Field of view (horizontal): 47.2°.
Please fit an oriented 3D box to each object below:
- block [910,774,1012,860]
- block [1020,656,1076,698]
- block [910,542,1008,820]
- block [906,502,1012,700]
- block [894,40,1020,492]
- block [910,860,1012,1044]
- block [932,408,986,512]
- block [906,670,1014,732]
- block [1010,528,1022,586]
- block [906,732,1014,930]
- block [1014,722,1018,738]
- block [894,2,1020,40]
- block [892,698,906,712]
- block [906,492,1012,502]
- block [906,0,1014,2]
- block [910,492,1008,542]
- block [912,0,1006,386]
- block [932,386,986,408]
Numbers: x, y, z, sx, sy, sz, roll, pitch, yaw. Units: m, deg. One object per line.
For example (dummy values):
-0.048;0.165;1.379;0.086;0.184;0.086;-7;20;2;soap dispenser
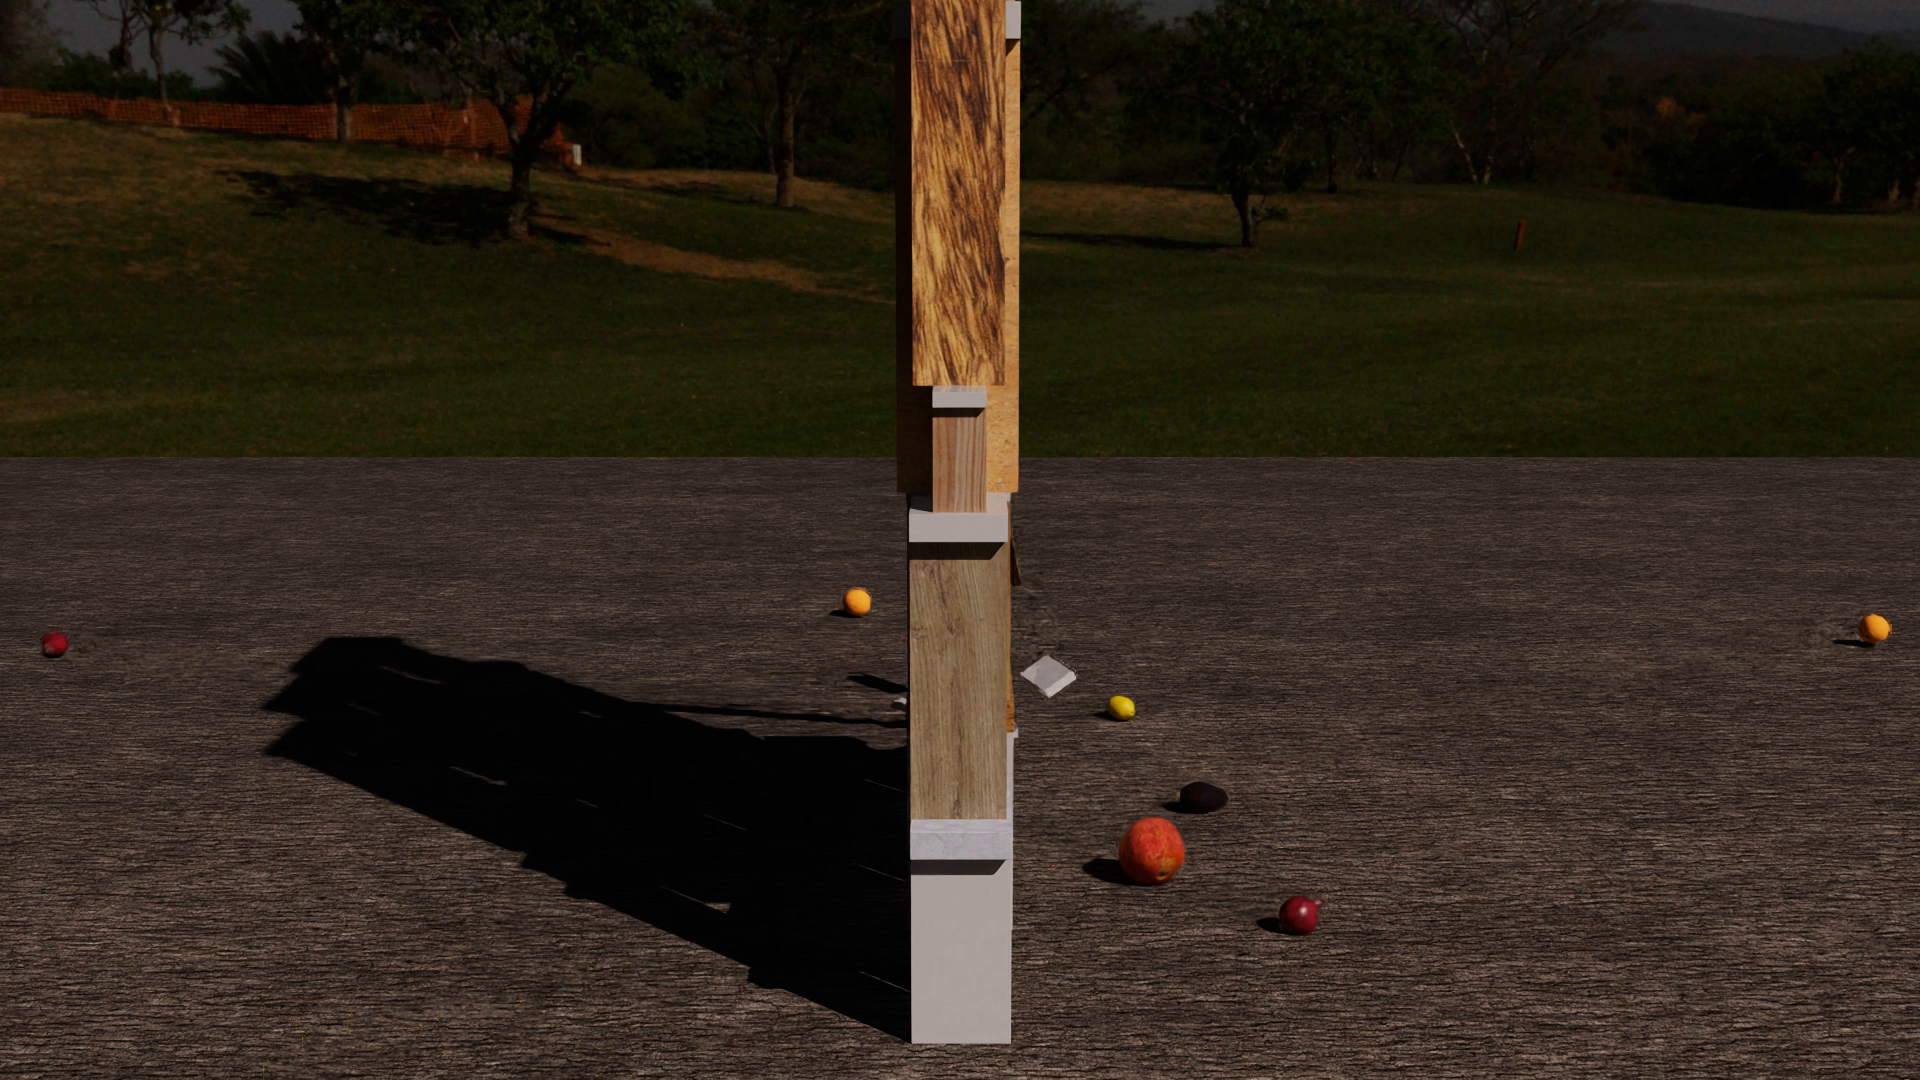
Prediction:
0.002;0.390;3.121;0.139;0.039;0.277;0;11;0;block
0.181;0.282;4.542;0.071;0.020;0.141;-35;20;-11;block
-0.002;0.189;3.018;0.132;0.394;0.037;0;10;0;block
-0.002;0.088;3.411;0.159;0.319;0.045;0;11;0;block
-0.003;-0.379;3.078;0.171;0.625;0.049;0;11;0;block
0.002;0.562;3.059;0.139;0.277;0.039;0;11;0;block
0.000;-0.109;2.945;0.072;0.143;0.020;0;10;0;block
0.000;0.245;3.571;0.167;0.047;0.334;0;11;0;block
0.017;-0.155;4.183;0.096;0.636;0.027;-7;39;8;block
0.000;0.452;3.496;0.167;0.334;0.047;0;11;0;block
0.083;0.394;4.671;0.066;0.019;0.131;-1;11;-5;block
-0.003;-0.731;3.129;0.171;0.049;0.343;0;11;0;block
-0.077;0.367;4.821;0.131;0.019;0.066;10;14;42;block
-0.002;-0.110;3.482;0.159;0.045;0.319;0;11;0;block
0.000;-0.945;3.130;0.154;0.372;0.044;0;11;0;block
-0.001;-0.040;3.066;0.132;0.037;0.265;0;10;0;block
-0.002;-0.586;2.931;0.125;0.760;0.035;0;10;-1;block
0.000;-0.198;2.977;0.072;0.020;0.143;0;10;0;block
